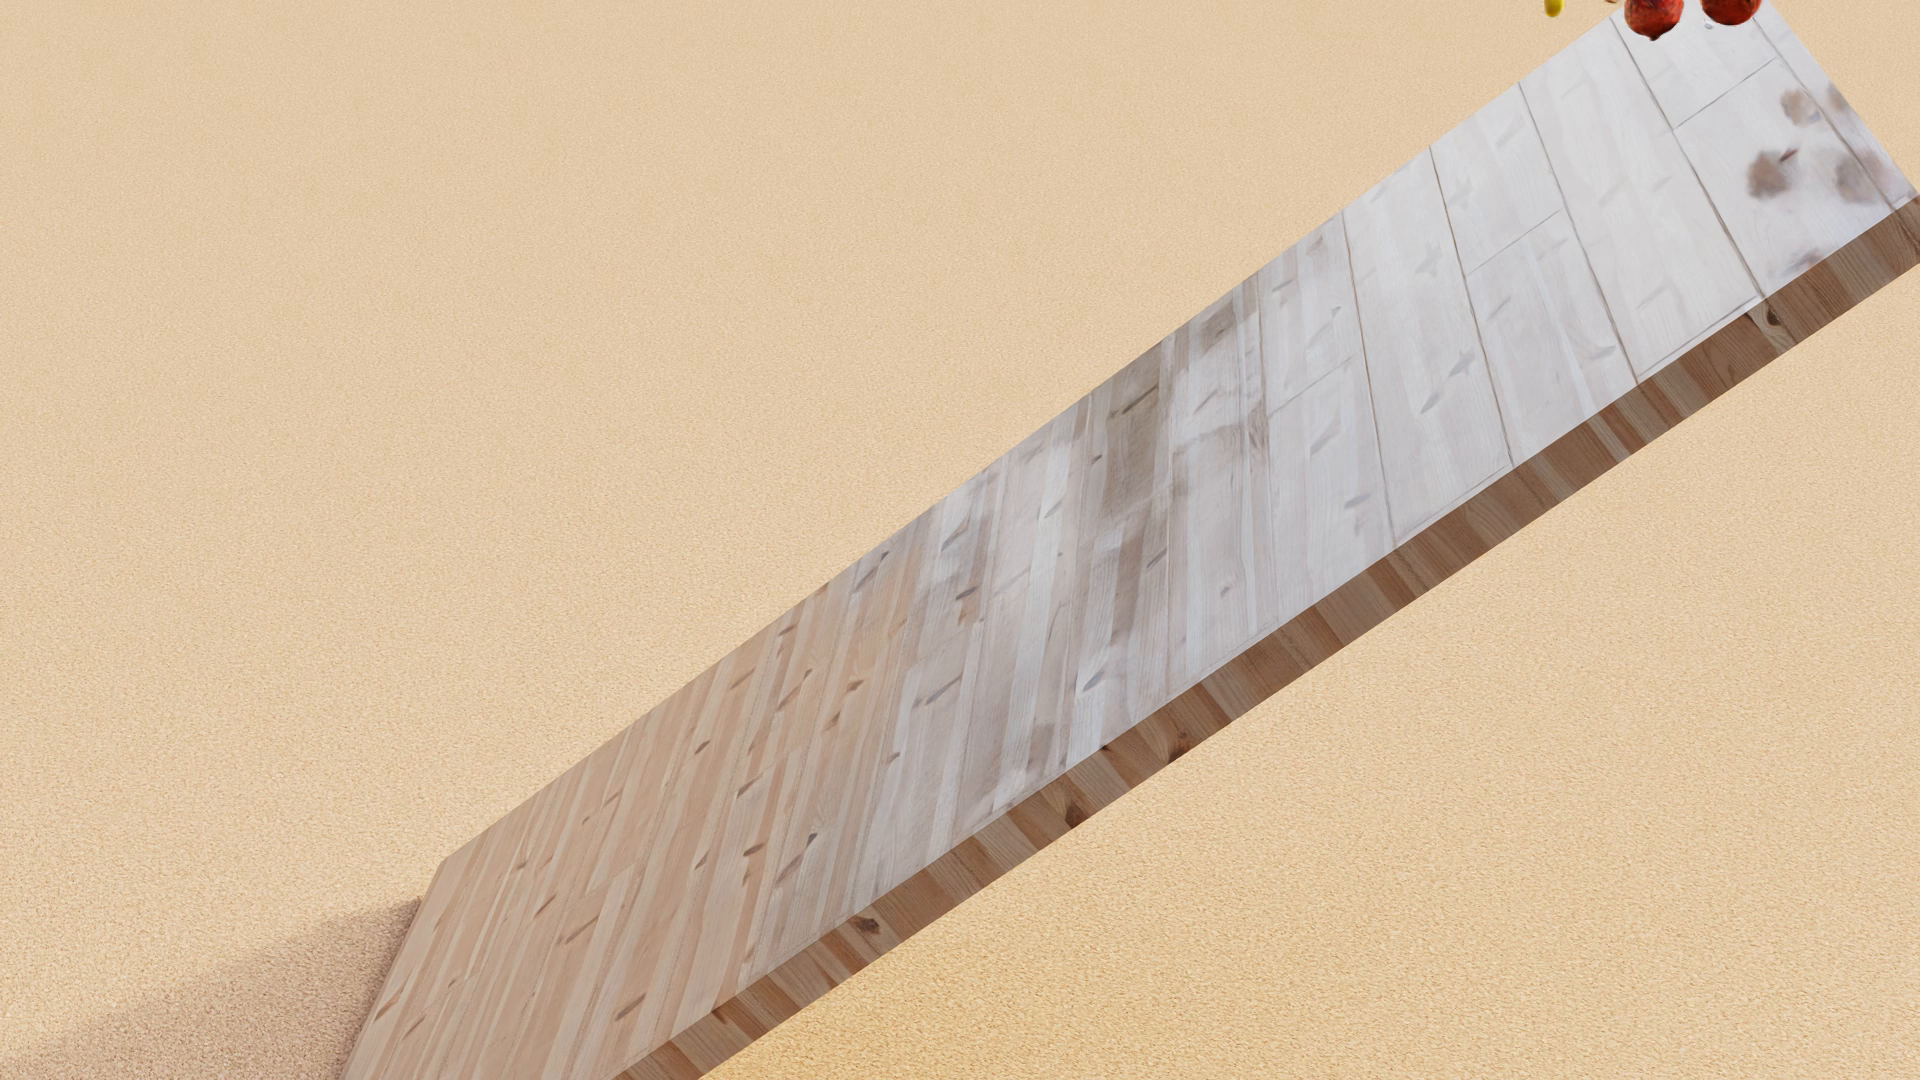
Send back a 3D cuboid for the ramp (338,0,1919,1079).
[{"bbox_3d":[0.122,0.184,6.337,4.000,0.100,2.000,-36,16,18],"label":"ramp"}]
